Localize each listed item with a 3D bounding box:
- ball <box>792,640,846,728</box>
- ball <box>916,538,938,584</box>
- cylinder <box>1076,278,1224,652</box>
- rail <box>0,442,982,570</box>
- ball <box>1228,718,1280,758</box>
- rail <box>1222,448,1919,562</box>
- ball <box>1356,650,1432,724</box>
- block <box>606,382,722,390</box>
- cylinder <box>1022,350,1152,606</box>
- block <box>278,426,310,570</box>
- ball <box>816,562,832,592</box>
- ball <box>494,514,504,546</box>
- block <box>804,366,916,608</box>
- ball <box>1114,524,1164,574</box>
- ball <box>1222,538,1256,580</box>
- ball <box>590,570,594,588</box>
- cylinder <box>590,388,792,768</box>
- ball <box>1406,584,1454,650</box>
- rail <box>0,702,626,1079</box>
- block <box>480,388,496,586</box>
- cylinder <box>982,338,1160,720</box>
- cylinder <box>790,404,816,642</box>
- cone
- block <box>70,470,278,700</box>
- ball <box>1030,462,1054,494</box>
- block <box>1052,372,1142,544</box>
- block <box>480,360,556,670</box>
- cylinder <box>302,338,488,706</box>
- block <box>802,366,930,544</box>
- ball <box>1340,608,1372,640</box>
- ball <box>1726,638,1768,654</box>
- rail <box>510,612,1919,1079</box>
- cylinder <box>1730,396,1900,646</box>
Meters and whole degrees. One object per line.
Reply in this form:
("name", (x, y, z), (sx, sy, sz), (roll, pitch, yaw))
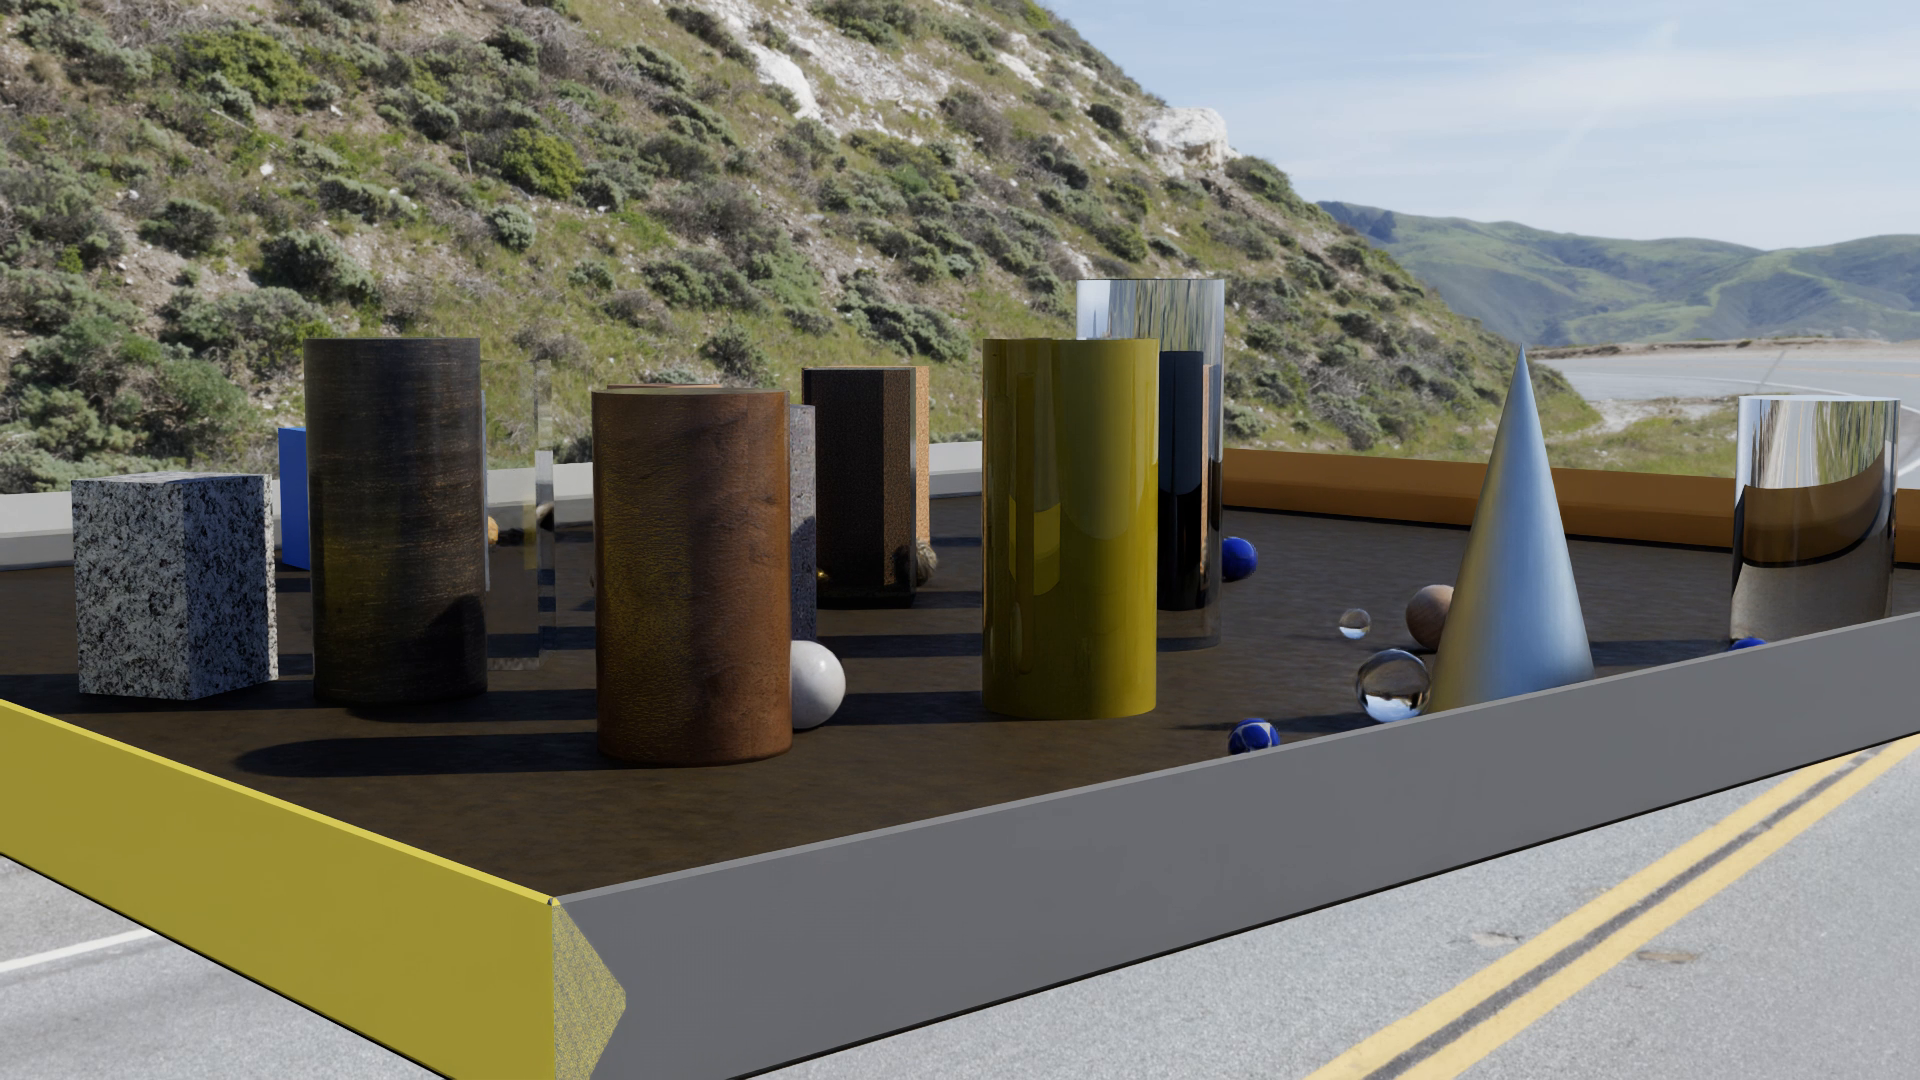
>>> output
("ball", (-0.169, 0.154, 2.351), (0.094, 0.094, 0.094), (0, 6, 0))
("ball", (-0.074, 0.035, 3.585), (0.075, 0.075, 0.075), (0, 6, 0))
("cylinder", (0.253, -0.105, 2.950), (0.198, 0.485, 0.198), (0, 6, 0))
("rail", (-0.959, -0.074, 4.366), (3.250, 0.129, 0.045), (-5, 8, -42))
("ball", (0.285, 0.198, 2.136), (0.051, 0.051, 0.051), (0, 6, 0))
("rail", (1.177, -0.079, 4.412), (0.045, 0.129, 2.877), (-5, 8, -42))
("ball", (0.468, 0.158, 2.373), (0.081, 0.081, 0.081), (0, 6, 0))
("block", (-0.583, -0.157, 4.351), (0.159, 0.299, 0.159), (4, 7, 33))
("cylinder", (0.197, -0.101, 3.406), (0.198, 0.382, 0.198), (0, 6, 0))
("block", (-1.090, -0.077, 3.865), (0.159, 0.239, 0.159), (-4, 7, -35))
("ball", (-0.226, 0.059, 3.496), (0.046, 0.046, 0.046), (0, 6, 0))
("ball", (-0.889, -0.019, 4.104), (0.075, 0.075, 0.075), (0, 6, 0))
("block", (-0.151, -0.084, 3.372), (0.159, 0.357, 0.159), (0, 6, 2))
("ball", (0.303, 0.015, 3.726), (0.085, 0.085, 0.085), (0, 6, 0))
("ball", (0.455, 0.030, 3.652), (0.071, 0.071, 0.071), (0, 6, 0))
("ball", (-0.547, 0.062, 3.421), (0.056, 0.056, 0.056), (0, 6, 0))
("cylinder", (-0.270, 0.031, 2.228), (0.198, 0.364, 0.198), (0, 6, 0))
("ball", (0.630, 0.102, 2.891), (0.087, 0.087, 0.087), (0, 6, 0))
("rail", (-1.177, 0.146, 2.252), (0.045, 0.129, 2.877), (-5, 8, -42))
("block", (-0.857, -0.089, 3.594), (0.159, 0.319, 0.159), (-2, 6, -22))
("cylinder", (0.124, -0.019, 2.477), (0.198, 0.413, 0.198), (0, 6, 0))
("cylinder", (-0.263, 0.017, 2.503), (0.198, 0.336, 0.198), (0, 6, 0))
("cone", (0.603, -0.008, 2.380), (0.198, 0.412, 0.198), (0, 6, 0))
("block", (-0.929, 0.050, 2.608), (0.159, 0.249, 0.159), (2, 6, 20))
("ball", (0.211, -0.151, 5.349), (0.079, 0.079, 0.079), (0, 6, 0))
("block", (0.265, -0.162, 4.263), (0.159, 0.326, 0.159), (0, 6, -1))
("block", (-0.606, -0.036, 2.789), (0.159, 0.381, 0.159), (0, 6, -3))
("cylinder", (-0.654, -0.027, 2.556), (0.198, 0.413, 0.198), (0, 6, 0))
("block", (-0.159, -0.117, 3.717), (0.159, 0.350, 0.159), (3, 7, 25))
("ball", (0.537, 0.114, 2.984), (0.043, 0.043, 0.043), (0, 6, 0))
("ball", (0.933, 0.145, 2.593), (0.061, 0.061, 0.061), (0, 6, 0))
("rail", (0.959, 0.141, 2.298), (3.250, 0.129, 0.045), (-5, 8, -42))
("cylinder", (1.120, -0.021, 2.884), (0.198, 0.331, 0.198), (0, 6, 0))
